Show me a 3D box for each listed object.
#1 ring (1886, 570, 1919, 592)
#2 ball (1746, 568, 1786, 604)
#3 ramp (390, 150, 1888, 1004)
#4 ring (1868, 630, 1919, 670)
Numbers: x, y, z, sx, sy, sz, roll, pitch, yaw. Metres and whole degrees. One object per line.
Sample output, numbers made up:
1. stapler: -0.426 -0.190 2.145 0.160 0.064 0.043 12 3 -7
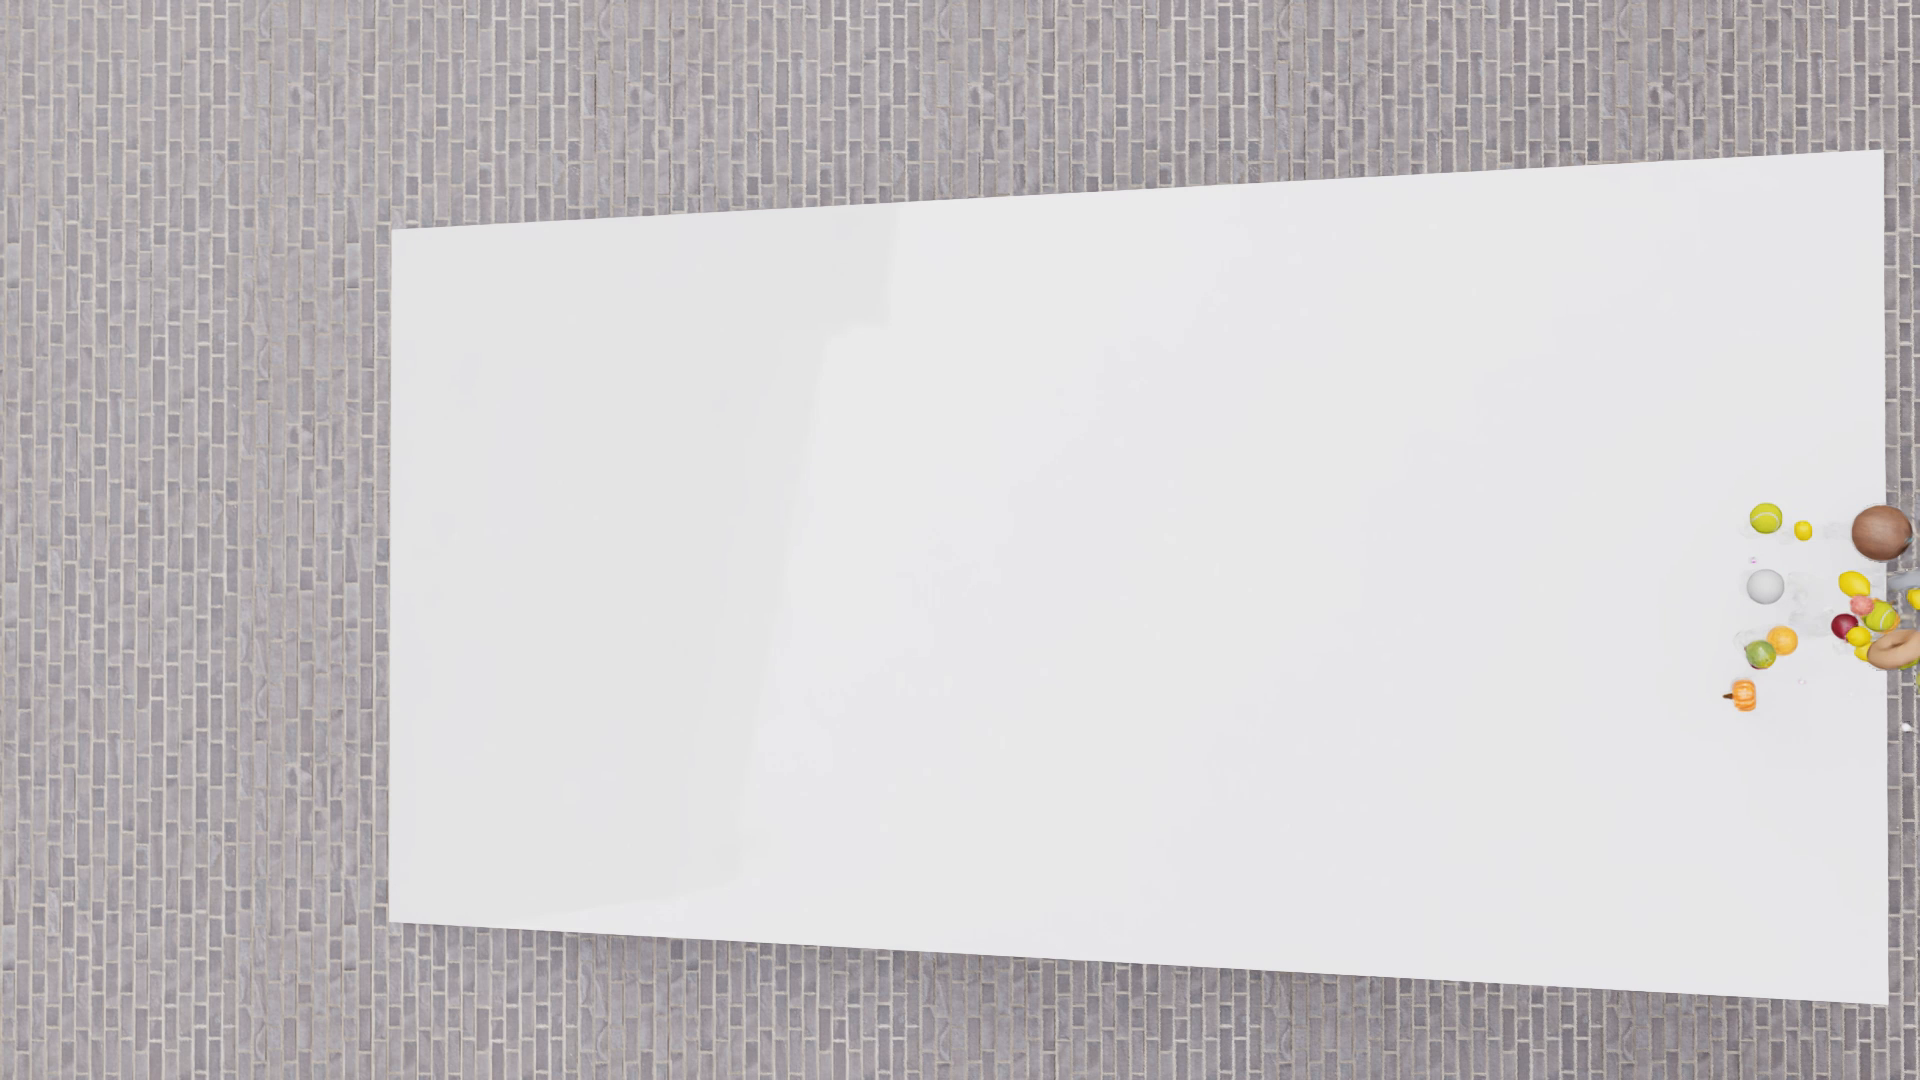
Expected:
1. ring: 2.120 0.088 4.888 0.114 0.114 0.038 -12 84 0
2. ball: 1.781 0.103 4.862 0.080 0.080 0.080 0 89 0
3. ramp: 0.275 0.093 5.797 4.000 0.100 2.000 0 89 18
4. ring: 1.790 0.209 4.202 0.111 0.111 0.037 -28 104 0
